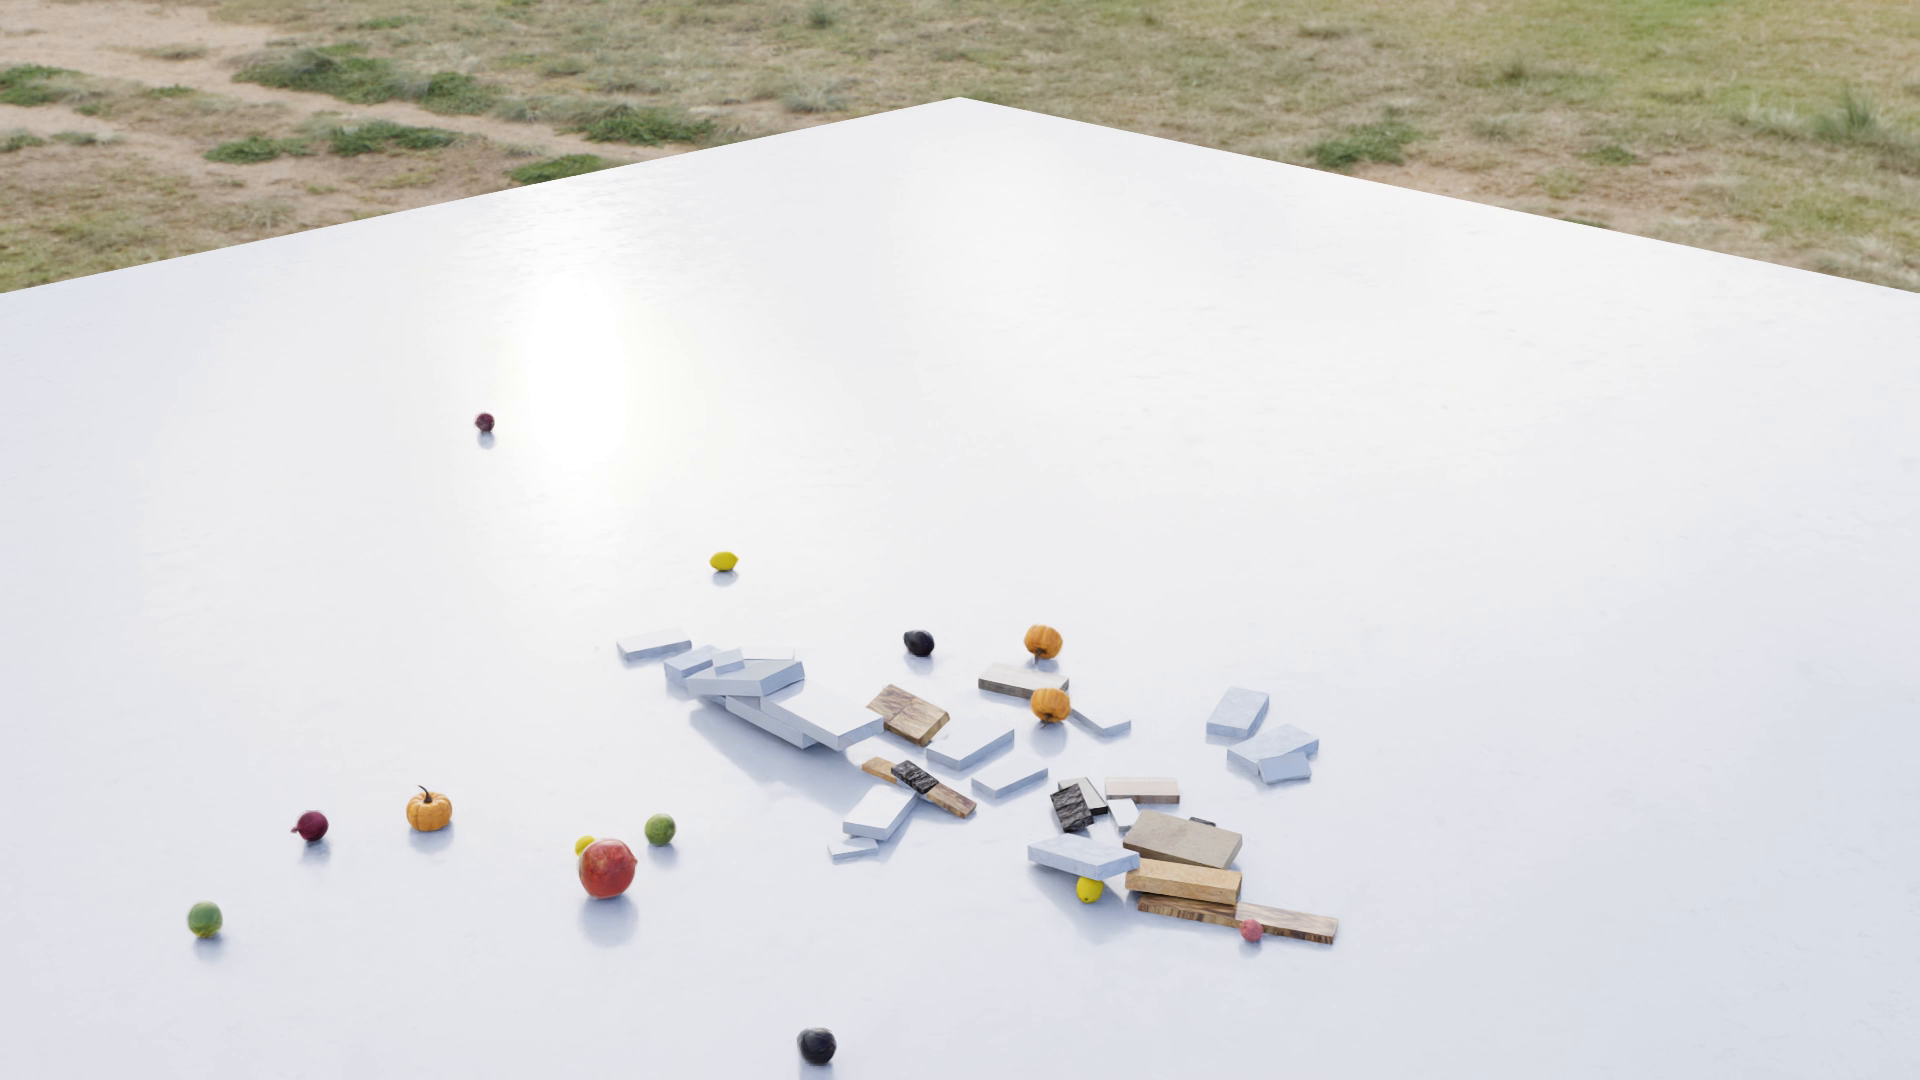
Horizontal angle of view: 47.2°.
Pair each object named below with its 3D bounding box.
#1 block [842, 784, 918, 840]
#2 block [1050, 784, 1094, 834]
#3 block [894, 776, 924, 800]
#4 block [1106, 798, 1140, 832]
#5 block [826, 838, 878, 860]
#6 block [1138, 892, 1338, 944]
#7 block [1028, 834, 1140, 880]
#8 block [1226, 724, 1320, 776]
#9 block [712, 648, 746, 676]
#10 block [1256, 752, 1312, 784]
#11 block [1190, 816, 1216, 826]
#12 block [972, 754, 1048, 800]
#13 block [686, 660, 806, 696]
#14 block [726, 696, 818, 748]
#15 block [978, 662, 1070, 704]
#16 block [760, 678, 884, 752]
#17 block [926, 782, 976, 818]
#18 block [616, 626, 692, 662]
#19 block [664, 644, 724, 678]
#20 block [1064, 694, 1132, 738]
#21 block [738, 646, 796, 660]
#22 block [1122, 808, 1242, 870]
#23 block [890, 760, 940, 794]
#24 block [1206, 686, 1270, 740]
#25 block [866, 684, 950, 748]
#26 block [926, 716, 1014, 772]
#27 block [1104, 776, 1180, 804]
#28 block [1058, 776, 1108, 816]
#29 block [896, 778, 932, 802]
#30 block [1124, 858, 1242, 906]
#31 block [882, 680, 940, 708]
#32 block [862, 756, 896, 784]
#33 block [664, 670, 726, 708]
[{"bbox_3d":[-0.160,0.546,4.422,0.092,0.026,0.185,7,20,17],"label":"block"},{"bbox_3d":[0.225,0.541,4.428,0.063,0.018,0.127,-22,27,0],"label":"block"},{"bbox_3d":[-0.087,0.501,4.545,0.048,0.014,0.095,-18,37,-36],"label":"block"},{"bbox_3d":[0.333,0.555,4.434,0.052,0.015,0.104,-4,23,-9],"label":"block"},{"bbox_3d":[-0.211,0.605,4.318,0.093,0.013,0.046,-7,24,-16],"label":"block"},{"bbox_3d":[0.517,0.697,4.094,0.365,0.018,0.063,7,24,17],"label":"block"},{"bbox_3d":[0.236,0.607,4.217,0.104,0.030,0.209,-11,11,-36],"label":"block"},{"bbox_3d":[0.666,0.445,4.679,0.184,0.026,0.092,-17,29,-35],"label":"block"},{"bbox_3d":[-0.518,0.271,4.914,0.067,0.019,0.133,-14,11,-6],"label":"block"},{"bbox_3d":[0.677,0.476,4.587,0.104,0.015,0.052,-8,58,-17],"label":"block"},{"bbox_3d":[0.462,0.585,4.364,0.052,0.015,0.104,13,26,27],"label":"block"},{"bbox_3d":[0.104,0.492,4.574,0.149,0.021,0.075,-19,30,-38],"label":"block"},{"bbox_3d":[-0.474,0.303,4.847,0.255,0.036,0.127,-2,15,45],"label":"block"},{"bbox_3d":[-0.378,0.373,4.778,0.127,0.036,0.255,-21,31,-40],"label":"block"},{"bbox_3d":[0.144,0.323,4.966,0.184,0.026,0.092,11,25,23],"label":"block"},{"bbox_3d":[-0.295,0.370,4.693,0.127,0.036,0.255,-21,30,-40],"label":"block"},{"bbox_3d":[-0.017,0.529,4.464,0.093,0.013,0.046,27,36,21],"label":"block"},{"bbox_3d":[-0.718,0.243,5.158,0.158,0.022,0.079,-11,25,-24],"label":"block"},{"bbox_3d":[-0.604,0.276,5.028,0.133,0.019,0.067,-20,30,-39],"label":"block"},{"bbox_3d":[0.301,0.385,4.827,0.075,0.021,0.149,-14,27,-29],"label":"block"},{"bbox_3d":[-0.452,0.270,5.101,0.133,0.019,0.067,1,23,2],"label":"block"},{"bbox_3d":[0.435,0.593,4.297,0.209,0.030,0.104,12,38,26],"label":"block"},{"bbox_3d":[-0.092,0.487,4.515,0.048,0.014,0.095,-22,40,-40],"label":"block"},{"bbox_3d":[0.611,0.380,4.833,0.092,0.026,0.185,9,25,20],"label":"block"},{"bbox_3d":[-0.118,0.381,4.785,0.184,0.026,0.092,22,55,42],"label":"block"},{"bbox_3d":[0.023,0.434,4.704,0.092,0.026,0.188,18,29,36],"label":"block"},{"bbox_3d":[0.374,0.515,4.521,0.149,0.021,0.075,0,23,0],"label":"block"},{"bbox_3d":[0.251,0.526,4.498,0.063,0.018,0.127,-7,24,-16],"label":"block"},{"bbox_3d":[-0.080,0.504,4.513,0.093,0.013,0.046,26,35,31],"label":"block"},{"bbox_3d":[0.425,0.646,4.168,0.209,0.030,0.104,7,11,13],"label":"block"},{"bbox_3d":[-0.106,0.359,4.887,0.079,0.022,0.158,-9,25,-21],"label":"block"},{"bbox_3d":[-0.155,0.482,4.607,0.095,0.014,0.048,18,29,36],"label":"block"},{"bbox_3d":[-0.486,0.353,4.900,0.449,0.022,0.079,21,31,40],"label":"block"}]
